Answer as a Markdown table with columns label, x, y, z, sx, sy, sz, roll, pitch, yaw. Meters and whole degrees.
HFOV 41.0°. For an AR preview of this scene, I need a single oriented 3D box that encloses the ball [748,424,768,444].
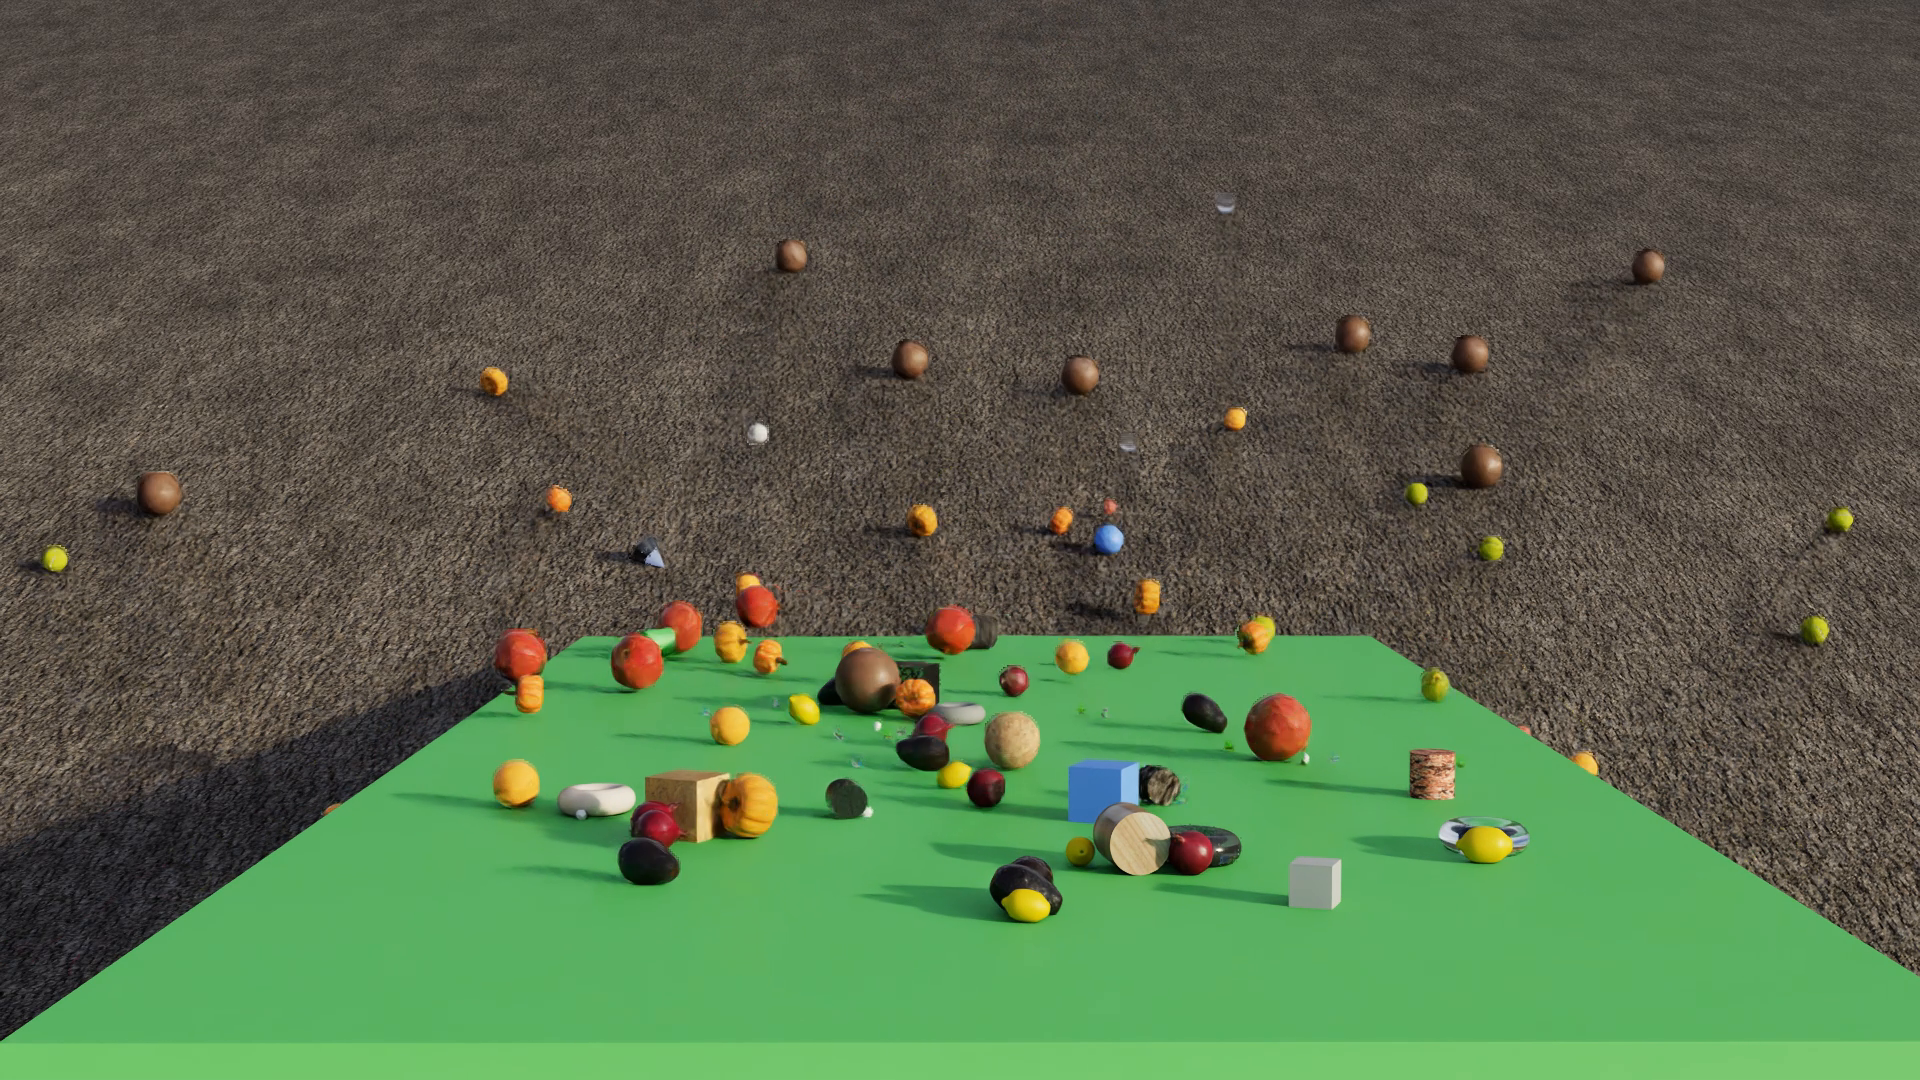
| label | x | y | z | sx | sy | sz | roll | pitch | yaw |
| --- | --- | --- | --- | --- | --- | --- | --- | --- | --- |
| ball | -0.618 | -0.324 | 7.854 | 0.062 | 0.062 | 0.062 | 0 | 20 | 0 |

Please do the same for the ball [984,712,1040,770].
| label | x | y | z | sx | sy | sz | roll | pitch | yaw |
| --- | --- | --- | --- | --- | --- | --- | --- | --- | --- |
| ball | 0.088 | 0.336 | 4.301 | 0.094 | 0.094 | 0.094 | 0 | 20 | 0 |

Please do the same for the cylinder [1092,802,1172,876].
| label | x | y | z | sx | sy | sz | roll | pitch | yaw |
| --- | --- | --- | --- | --- | --- | --- | --- | --- | --- |
| cylinder | 0.229 | 0.398 | 3.425 | 0.084 | 0.084 | 0.084 | -4 | 4 | -12 |

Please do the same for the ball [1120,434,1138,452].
| label | x | y | z | sx | sy | sz | roll | pitch | yaw |
| --- | --- | --- | --- | --- | --- | --- | --- | --- | --- |
| ball | 0.543 | -0.312 | 8.270 | 0.055 | 0.055 | 0.055 | 0 | 20 | 0 |

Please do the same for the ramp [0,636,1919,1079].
| label | x | y | z | sx | sy | sz | roll | pitch | yaw |
| --- | --- | --- | --- | --- | --- | --- | --- | --- | --- |
| ramp | 0.047 | 0.420 | 4.534 | 2.000 | 0.100 | 4.000 | 0 | 4 | 0 |

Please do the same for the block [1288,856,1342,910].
| label | x | y | z | sx | sy | sz | roll | pitch | yaw |
| --- | --- | --- | --- | --- | --- | --- | --- | --- | --- |
| block | 0.443 | 0.427 | 3.199 | 0.054 | 0.054 | 0.054 | 1 | 4 | 20 |

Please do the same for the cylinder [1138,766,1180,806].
| label | x | y | z | sx | sy | sz | roll | pitch | yaw |
| --- | --- | --- | --- | --- | --- | --- | --- | --- | --- |
| cylinder | 0.304 | 0.379 | 3.964 | 0.054 | 0.054 | 0.054 | -7 | 6 | -18 |

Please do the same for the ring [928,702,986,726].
| label | x | y | z | sx | sy | sz | roll | pitch | yaw |
| --- | --- | --- | --- | --- | --- | --- | --- | --- | --- |
| ring | -0.005 | 0.331 | 4.881 | 0.109 | 0.036 | 0.109 | -1 | 3 | 0 |

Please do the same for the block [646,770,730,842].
| label | x | y | z | sx | sy | sz | roll | pitch | yaw |
| --- | --- | --- | --- | --- | --- | --- | --- | --- | --- |
| block | -0.390 | 0.380 | 3.682 | 0.087 | 0.087 | 0.087 | 2 | 4 | 27 |

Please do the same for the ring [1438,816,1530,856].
| label | x | y | z | sx | sy | sz | roll | pitch | yaw |
| --- | --- | --- | --- | --- | --- | --- | --- | --- | --- |
| ring | 0.726 | 0.411 | 3.556 | 0.124 | 0.041 | 0.124 | 1 | 4 | 0 |

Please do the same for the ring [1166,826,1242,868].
| label | x | y | z | sx | sy | sz | roll | pitch | yaw |
| --- | --- | --- | --- | --- | --- | --- | --- | --- | --- |
| ring | 0.319 | 0.415 | 3.483 | 0.126 | 0.042 | 0.126 | 1 | 3 | 0 |

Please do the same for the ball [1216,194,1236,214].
| label | x | y | z | sx | sy | sz | roll | pitch | yaw |
| --- | --- | --- | --- | --- | --- | --- | --- | --- | --- |
| ball | 1.196 | -1.511 | 11.545 | 0.083 | 0.083 | 0.083 | 0 | 20 | 0 |

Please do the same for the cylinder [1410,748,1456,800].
| label | x | y | z | sx | sy | sz | roll | pitch | yaw |
| --- | --- | --- | --- | --- | --- | --- | --- | --- | --- |
| cylinder | 0.740 | 0.367 | 4.023 | 0.070 | 0.070 | 0.070 | 0 | 4 | 0 |

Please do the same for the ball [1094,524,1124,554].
| label | x | y | z | sx | sy | sz | roll | pitch | yaw |
| --- | --- | --- | --- | --- | --- | --- | --- | --- | --- |
| ball | 0.426 | -0.001 | 7.362 | 0.085 | 0.085 | 0.085 | 0 | 20 | 0 |

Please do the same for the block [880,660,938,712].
| label | x | y | z | sx | sy | sz | roll | pitch | yaw |
| --- | --- | --- | --- | --- | --- | --- | --- | --- | --- |
| block | -0.100 | 0.290 | 5.110 | 0.087 | 0.087 | 0.087 | 2 | 4 | 26 |

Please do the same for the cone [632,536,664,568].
| label | x | y | z | sx | sy | sz | roll | pitch | yaw |
| --- | --- | --- | --- | --- | --- | --- | --- | --- | --- |
| cone | -0.867 | 0.053 | 7.282 | 0.088 | 0.088 | 0.088 | 41 | 37 | 21 |

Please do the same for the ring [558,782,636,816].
| label | x | y | z | sx | sy | sz | roll | pitch | yaw |
| --- | --- | --- | --- | --- | --- | --- | --- | --- | --- |
| ring | -0.549 | 0.392 | 3.880 | 0.118 | 0.039 | 0.118 | -1 | 2 | 0 |

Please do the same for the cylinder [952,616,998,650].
| label | x | y | z | sx | sy | sz | roll | pitch | yaw |
| --- | --- | --- | --- | --- | --- | --- | --- | --- | --- |
| cylinder | 0.036 | 0.224 | 6.206 | 0.080 | 0.080 | 0.080 | -2 | 17 | -38 |

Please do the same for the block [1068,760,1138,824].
| label | x | y | z | sx | sy | sz | roll | pitch | yaw |
| --- | --- | --- | --- | --- | --- | --- | --- | --- | --- |
| block | 0.214 | 0.374 | 3.815 | 0.082 | 0.082 | 0.082 | 1 | 4 | 22 |
